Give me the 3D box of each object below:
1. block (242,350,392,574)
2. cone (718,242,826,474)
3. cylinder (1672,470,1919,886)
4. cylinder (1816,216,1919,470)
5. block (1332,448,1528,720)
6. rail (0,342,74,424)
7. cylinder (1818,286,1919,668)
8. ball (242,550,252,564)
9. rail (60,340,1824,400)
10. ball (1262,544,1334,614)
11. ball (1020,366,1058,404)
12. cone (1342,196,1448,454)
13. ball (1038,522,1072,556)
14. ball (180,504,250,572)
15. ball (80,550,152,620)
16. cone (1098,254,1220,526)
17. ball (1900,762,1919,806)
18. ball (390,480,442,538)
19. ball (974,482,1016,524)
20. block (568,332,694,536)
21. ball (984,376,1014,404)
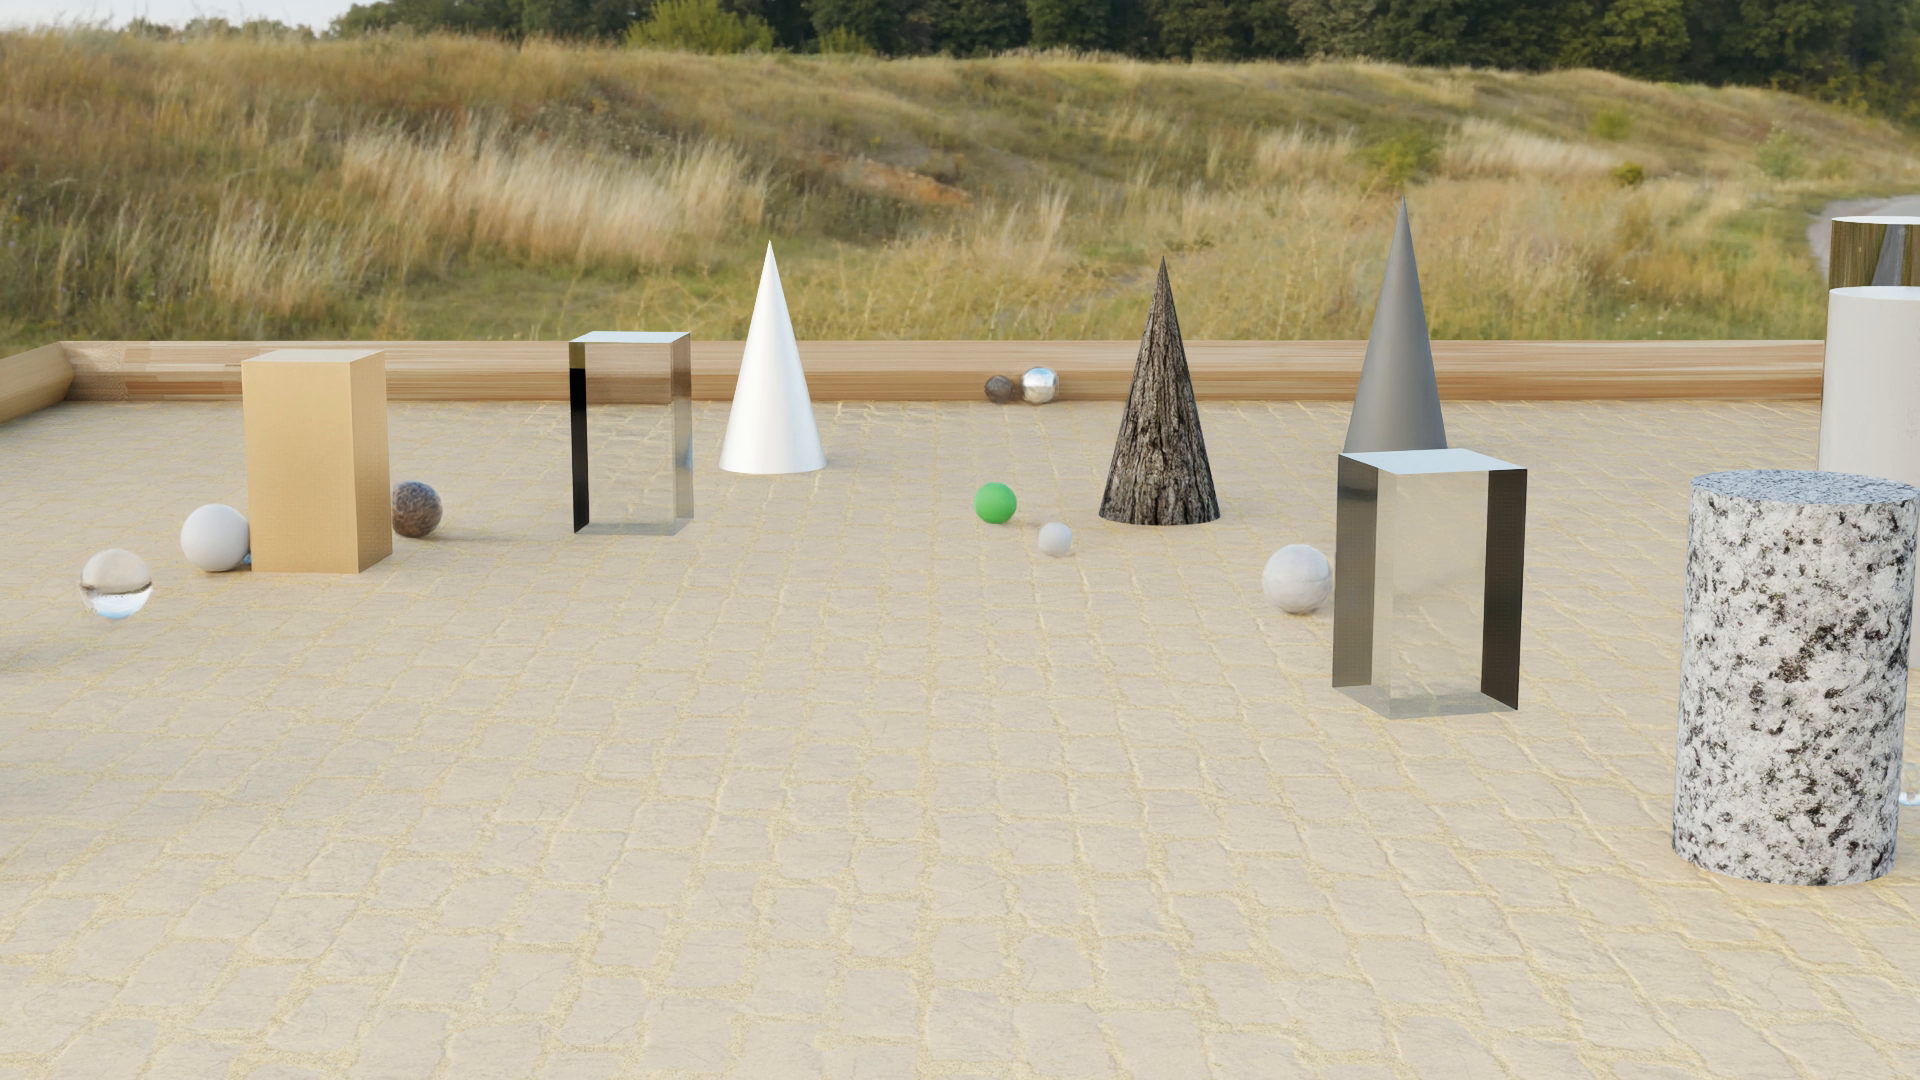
[{"bbox_3d":[-0.945,-0.118,3.784,0.160,0.308,0.160,1,11,5],"label":"block"},{"bbox_3d":[-0.346,-0.343,4.704,0.200,0.415,0.200,0,10,0],"label":"cone"},{"bbox_3d":[0.771,0.122,2.375,0.200,0.348,0.200,0,10,0],"label":"cylinder"},{"bbox_3d":[1.408,-0.233,3.879,0.200,0.499,0.200,0,10,0],"label":"cylinder"},{"bbox_3d":[0.540,0.047,2.965,0.160,0.280,0.160,-3,11,-15],"label":"block"},{"bbox_3d":[-1.942,0.035,3.438,0.045,0.130,4.482,0,10,0],"label":"rail"},{"bbox_3d":[1.176,-0.083,3.200,0.200,0.450,0.200,0,10,0],"label":"cylinder"},{"bbox_3d":[-1.049,0.014,3.798,0.044,0.044,0.044,0,10,0],"label":"ball"},{"bbox_3d":[-0.013,-0.370,5.629,3.931,0.130,0.045,0,10,0],"label":"rail"},{"bbox_3d":[0.454,0.053,3.448,0.095,0.095,0.095,0,10,0],"label":"ball"},{"bbox_3d":[0.171,-0.335,5.577,0.083,0.083,0.083,0,10,0],"label":"ball"},{"bbox_3d":[0.827,-0.405,4.827,0.200,0.494,0.200,0,10,0],"label":"cone"},{"bbox_3d":[0.143,-0.001,3.856,0.053,0.053,0.053,0,10,0],"label":"ball"},{"bbox_3d":[-1.083,-0.003,3.737,0.099,0.099,0.099,0,10,0],"label":"ball"},{"bbox_3d":[-1.125,0.060,3.418,0.091,0.091,0.091,0,10,0],"label":"ball"},{"bbox_3d":[0.328,-0.252,4.177,0.200,0.428,0.200,0,10,0],"label":"cone"},{"bbox_3d":[0.947,0.244,2.556,0.043,0.043,0.043,0,10,0],"label":"ball"},{"bbox_3d":[-0.853,-0.048,4.003,0.091,0.091,0.091,0,10,0],"label":"ball"},{"bbox_3d":[0.058,-0.059,4.126,0.068,0.068,0.068,0,10,0],"label":"ball"},{"bbox_3d":[-0.521,-0.172,4.084,0.160,0.304,0.160,1,11,5],"label":"block"},{"bbox_3d":[0.085,-0.328,5.596,0.063,0.063,0.063,0,10,0],"label":"ball"}]
